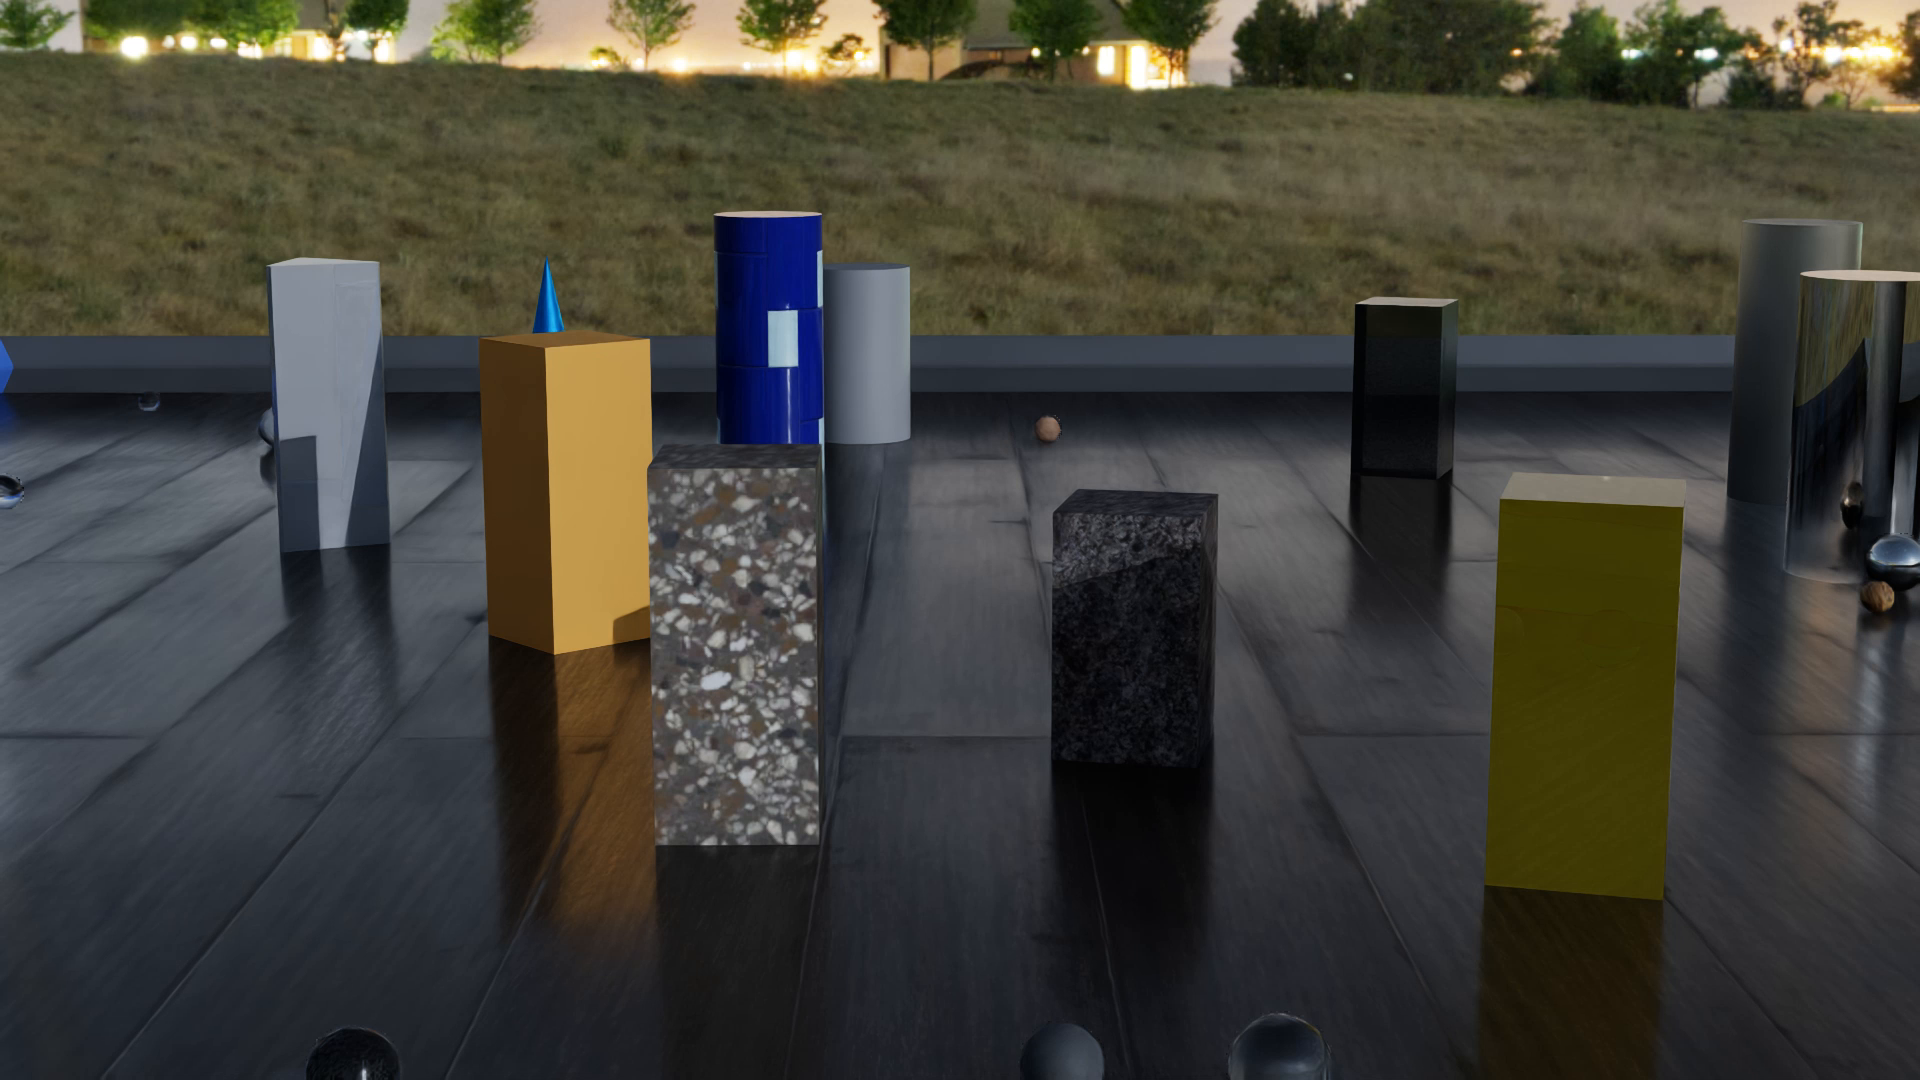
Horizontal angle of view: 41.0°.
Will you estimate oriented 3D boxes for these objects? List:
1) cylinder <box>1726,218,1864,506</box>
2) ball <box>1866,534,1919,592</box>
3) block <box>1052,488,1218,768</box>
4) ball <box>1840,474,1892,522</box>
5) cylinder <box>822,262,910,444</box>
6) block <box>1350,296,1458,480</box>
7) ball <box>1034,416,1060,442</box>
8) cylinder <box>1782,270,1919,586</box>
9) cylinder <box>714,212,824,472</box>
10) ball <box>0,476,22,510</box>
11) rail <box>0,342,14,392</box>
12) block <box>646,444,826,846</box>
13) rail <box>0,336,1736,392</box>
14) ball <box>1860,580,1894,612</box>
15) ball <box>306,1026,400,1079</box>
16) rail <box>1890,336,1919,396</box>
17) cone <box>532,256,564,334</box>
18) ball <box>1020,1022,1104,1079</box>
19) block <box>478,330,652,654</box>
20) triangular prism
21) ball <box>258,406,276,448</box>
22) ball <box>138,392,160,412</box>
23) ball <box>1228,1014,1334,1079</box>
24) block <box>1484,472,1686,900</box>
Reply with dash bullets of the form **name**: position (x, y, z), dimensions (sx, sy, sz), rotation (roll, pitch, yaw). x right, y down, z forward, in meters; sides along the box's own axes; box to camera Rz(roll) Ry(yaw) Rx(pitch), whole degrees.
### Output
- **cylinder**: position (1.405, -0.302, 4.322), dimensions (0.193, 0.465, 0.193), rotation (0, 11, 0)
- **ball**: position (1.303, 0.032, 3.570), dimensions (0.080, 0.080, 0.080), rotation (0, 11, 0)
- **block**: position (0.189, 0.091, 2.753), dimensions (0.155, 0.266, 0.155), rotation (2, 11, 12)
- **ball**: position (1.455, -0.067, 4.120), dimensions (0.078, 0.078, 0.078), rotation (0, 11, 0)
- **cylinder**: position (-0.194, -0.369, 5.037), dimensions (0.193, 0.336, 0.193), rotation (0, 11, 0)
- **block**: position (0.800, -0.276, 4.616), dimensions (0.155, 0.307, 0.155), rotation (4, 11, 21)
- **ball**: position (0.169, -0.215, 4.989), dimensions (0.051, 0.051, 0.051), rotation (0, 11, 0)
- **cylinder**: position (1.295, -0.165, 3.683), dimensions (0.193, 0.429, 0.193), rotation (0, 11, 0)
- **cylinder**: position (-0.342, -0.352, 4.604), dimensions (0.193, 0.462, 0.193), rotation (0, 11, 0)
- **ball**: position (-1.579, -0.078, 4.234), dimensions (0.057, 0.057, 0.057), rotation (0, 11, 0)
- **rail**: position (-2.110, 0.035, 3.437), dimensions (0.045, 0.126, 4.684), rotation (0, 11, 0)
- **block**: position (-0.211, 0.097, 2.466), dimensions (0.155, 0.360, 0.155), rotation (0, 11, -1)
- **rail**: position (-0.013, -0.391, 5.728), dimensions (4.268, 0.126, 0.045), rotation (0, 11, 0)
- **ball**: position (1.231, 0.076, 3.443), dimensions (0.044, 0.044, 0.044), rotation (0, 11, 0)
- **ball**: position (-0.424, 0.373, 1.792), dimensions (0.064, 0.064, 0.064), rotation (0, 11, 0)
- **rail**: position (2.110, 0.030, 3.461), dimensions (0.045, 0.126, 4.684), rotation (0, 11, 0)
- **cone**: position (-0.573, -0.167, 3.597), dimensions (0.193, 0.465, 0.193), rotation (0, 11, 0)
- **ball**: position (0.072, 0.371, 1.813), dimensions (0.059, 0.059, 0.059), rotation (0, 11, 0)
- **block**: position (-0.500, -0.066, 3.274), dimensions (0.155, 0.384, 0.155), rotation (-9, 14, -41)
- **triangular prism**: position (-0.984, -0.213, 3.937), dimensions (0.167, 0.431, 0.145), rotation (-5, 12, -27)
- **ball**: position (-1.304, -0.217, 4.921), dimensions (0.081, 0.081, 0.081), rotation (0, 11, 0)
- **ball**: position (-1.716, -0.293, 5.430), dimensions (0.044, 0.044, 0.044), rotation (0, 11, 0)
- **ball**: position (0.224, 0.368, 1.792), dimensions (0.073, 0.073, 0.073), rotation (0, 11, 0)
- **block**: position (0.567, 0.127, 2.324), dimensions (0.155, 0.352, 0.155), rotation (3, 11, 16)
